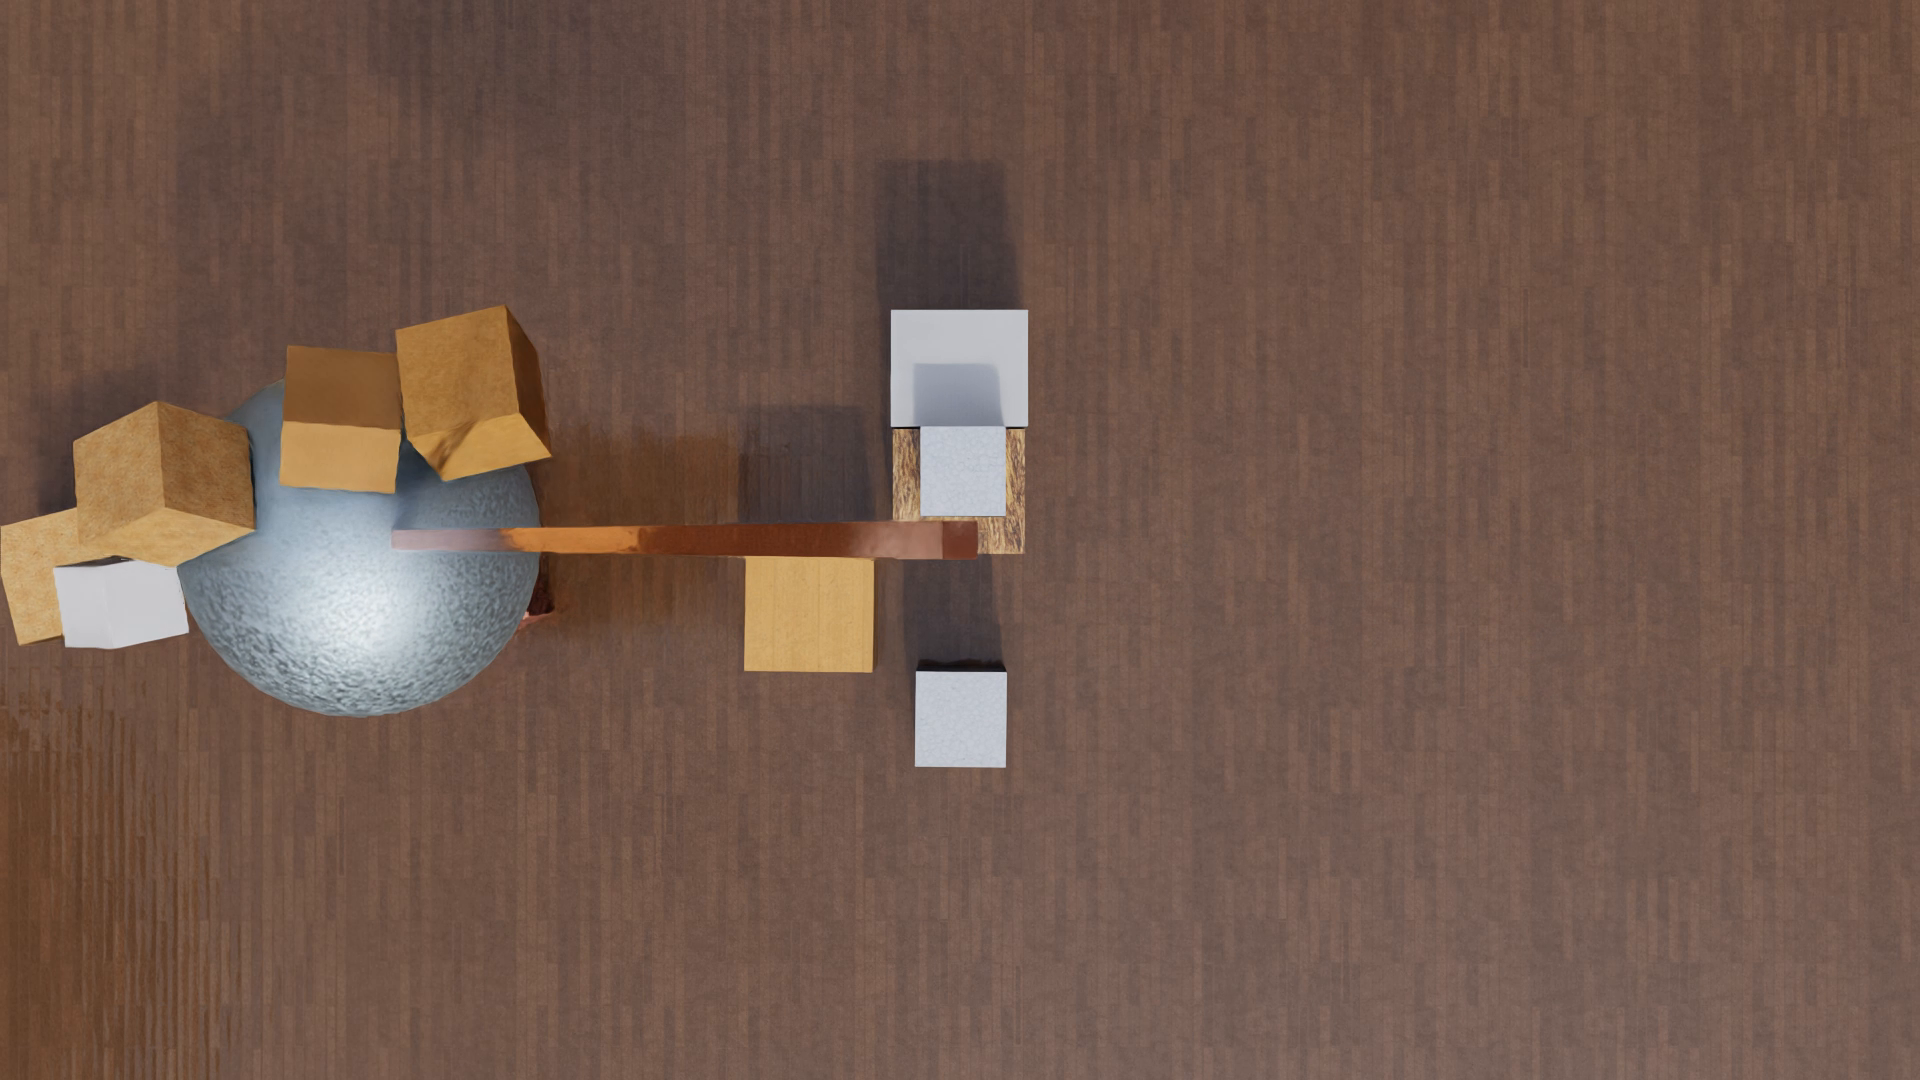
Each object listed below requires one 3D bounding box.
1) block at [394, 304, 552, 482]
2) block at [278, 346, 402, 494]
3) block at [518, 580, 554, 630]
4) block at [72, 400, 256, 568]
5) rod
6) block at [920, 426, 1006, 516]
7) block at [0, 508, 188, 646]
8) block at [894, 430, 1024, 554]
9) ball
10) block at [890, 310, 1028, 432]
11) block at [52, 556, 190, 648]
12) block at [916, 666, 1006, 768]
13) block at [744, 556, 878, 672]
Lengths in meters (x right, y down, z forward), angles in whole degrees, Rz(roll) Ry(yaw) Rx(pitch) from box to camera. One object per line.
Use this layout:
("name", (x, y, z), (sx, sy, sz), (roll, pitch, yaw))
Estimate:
("block", (-2.004, -0.602, 9.072), (0.465, 0.446, 0.497), (-13, 68, 2))
("block", (-2.540, -0.492, 9.033), (0.458, 0.418, 0.400), (4, 52, -17))
("block", (-2.855, 0.240, 12.624), (0.665, 0.753, 0.735), (-26, 90, 0))
("block", (-3.291, -0.223, 9.096), (0.503, 0.470, 0.465), (-20, 69, 25))
("rod", (-1.170, 0.000, 6.885), (0.080, 5.200, 0.080), (0, 90, -27))
("block", (0.017, -0.373, 12.115), (0.461, 0.410, 0.485), (0, 90, 0))
("block", (-4.987, 0.170, 12.666), (0.770, 0.651, 0.671), (-14, 90, 1))
("block", (-0.006, -0.272, 12.660), (0.739, 0.679, 0.698), (0, 90, 0))
("ball", (-2.700, 0.000, 9.921), (1.600, 1.600, 1.600), (0, 90, 0))
("block", (-0.003, -0.955, 12.606), (0.761, 0.789, 0.647), (0, 90, 0))
("block", (-4.220, 0.302, 11.061), (0.484, 0.408, 0.409), (-1, 99, 41))
("block", (0.005, 1.013, 12.710), (0.513, 0.580, 0.537), (1, 90, 0))
("block", (-0.842, 0.412, 12.636), (0.715, 0.727, 0.644), (1, 90, 0))
